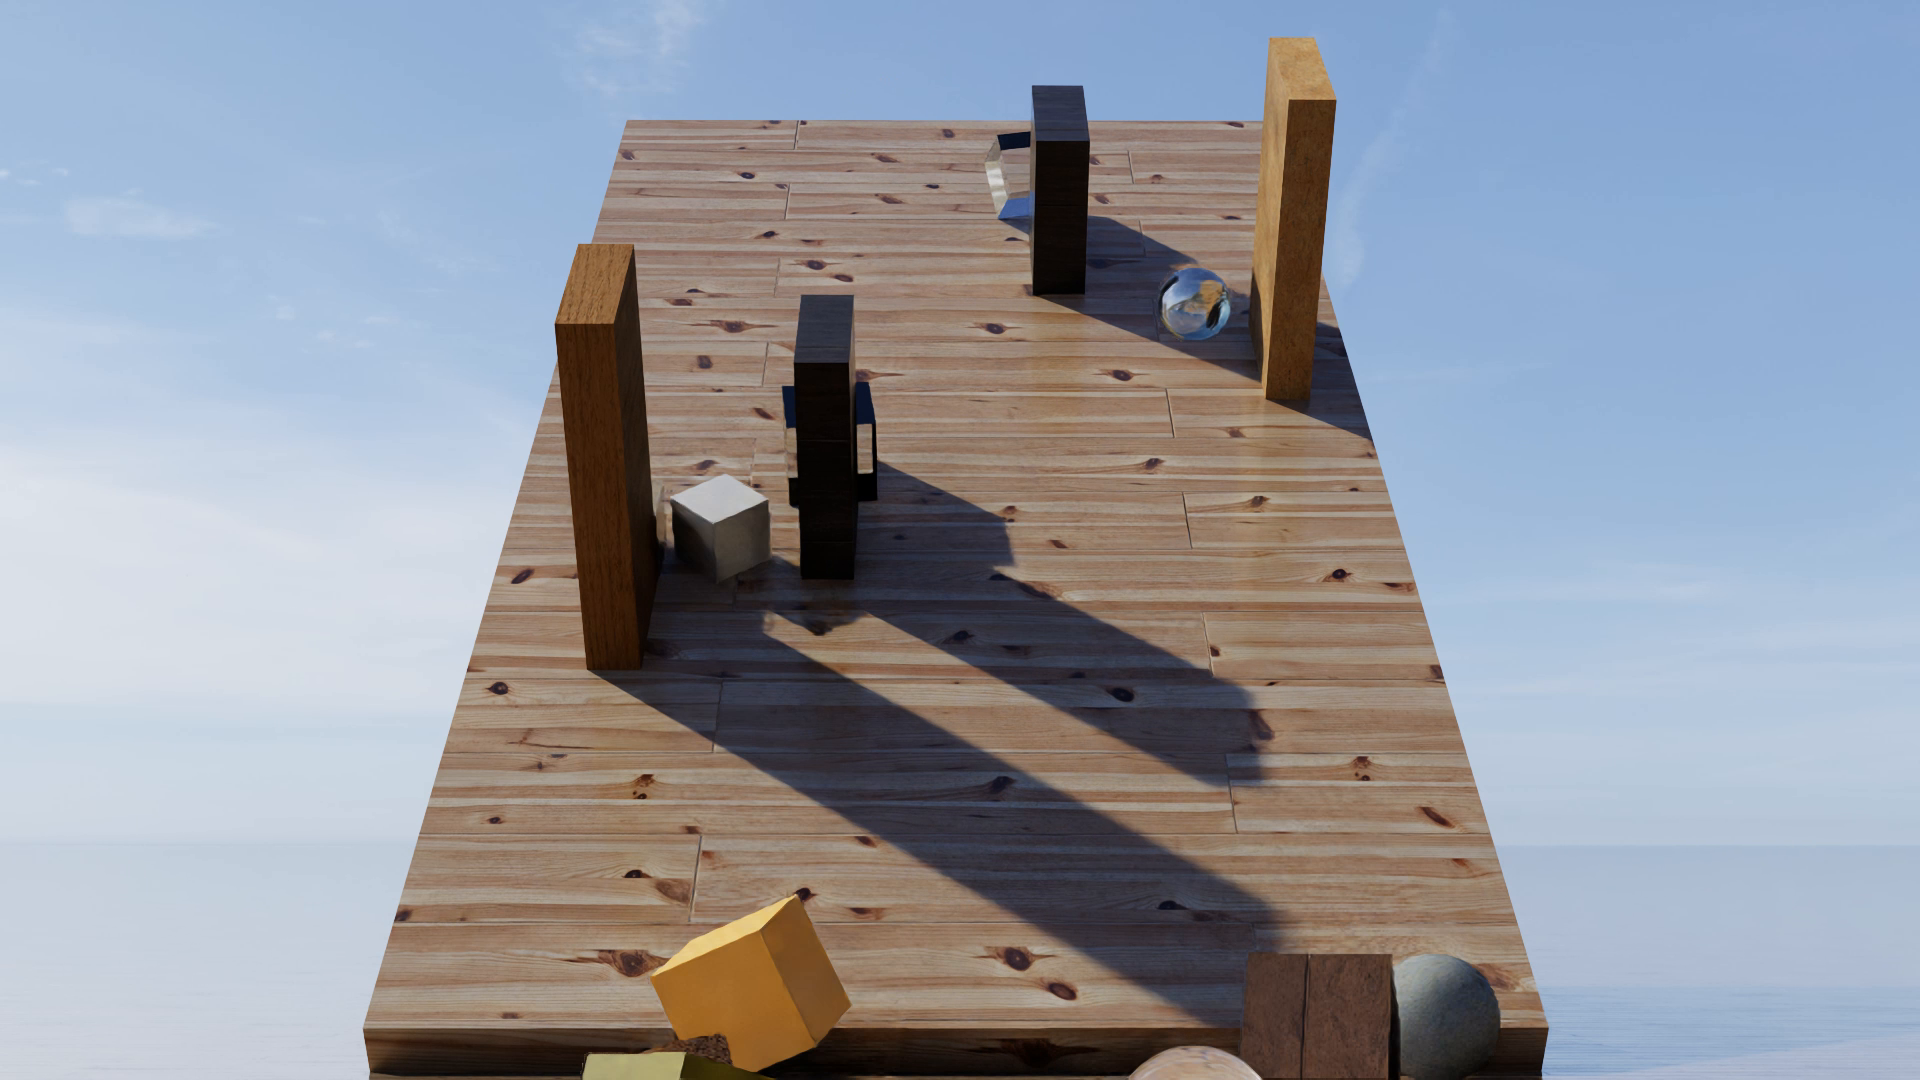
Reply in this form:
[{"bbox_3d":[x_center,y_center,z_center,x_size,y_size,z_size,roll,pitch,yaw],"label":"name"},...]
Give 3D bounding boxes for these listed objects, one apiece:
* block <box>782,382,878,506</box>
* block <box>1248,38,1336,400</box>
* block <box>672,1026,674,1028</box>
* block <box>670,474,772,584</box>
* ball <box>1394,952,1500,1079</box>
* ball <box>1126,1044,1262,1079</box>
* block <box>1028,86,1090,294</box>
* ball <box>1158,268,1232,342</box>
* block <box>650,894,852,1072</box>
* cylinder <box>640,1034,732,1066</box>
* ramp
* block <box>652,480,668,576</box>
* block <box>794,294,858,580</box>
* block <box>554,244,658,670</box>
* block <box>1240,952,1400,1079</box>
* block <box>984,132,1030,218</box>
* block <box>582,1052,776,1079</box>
[{"bbox_3d":[-0.300,-0.222,5.607,0.201,0.201,0.201,-3,32,-6],"label":"block"},{"bbox_3d":[0.805,-0.783,5.969,0.109,0.780,0.403,0,32,0],"label":"block"},{"bbox_3d":[-0.412,0.758,4.114,0.112,0.112,0.112,13,34,20],"label":"block"},{"bbox_3d":[-0.521,-0.027,5.339,0.151,0.151,0.151,-26,40,-35],"label":"block"},{"bbox_3d":[0.775,0.779,3.985,0.209,0.209,0.209,0,-7,0],"label":"ball"},{"bbox_3d":[0.248,0.622,2.574,0.178,0.178,0.178,0,-7,0],"label":"ball"},{"bbox_3d":[0.262,-0.939,6.539,0.138,0.437,0.384,0,32,0],"label":"block"},{"bbox_3d":[0.598,-0.602,6.235,0.188,0.188,0.188,0,-7,0],"label":"ball"},{"bbox_3d":[-0.331,0.718,3.888,0.201,0.201,0.201,-25,1,16],"label":"block"},{"bbox_3d":[-0.332,0.682,2.982,0.125,0.125,0.125,-14,-18,-4],"label":"cylinder"},{"bbox_3d":[-0.015,-0.191,5.844,2.000,0.100,4.000,0,32,0],"label":"ramp"},{"bbox_3d":[-0.728,-0.027,5.334,0.154,0.154,0.154,0,32,0],"label":"block"},{"bbox_3d":[-0.287,-0.223,5.296,0.114,0.530,0.314,0,32,0],"label":"block"},{"bbox_3d":[-0.709,-0.164,4.951,0.111,0.792,0.353,0,32,0],"label":"block"},{"bbox_3d":[0.457,0.647,3.081,0.180,0.180,0.180,-2,-43,14],"label":"block"},{"bbox_3d":[0.189,-1.028,6.860,0.176,0.176,0.176,-9,-14,-14],"label":"block"},{"bbox_3d":[-0.206,0.509,1.934,0.165,0.165,0.165,24,-23,-29],"label":"block"}]
